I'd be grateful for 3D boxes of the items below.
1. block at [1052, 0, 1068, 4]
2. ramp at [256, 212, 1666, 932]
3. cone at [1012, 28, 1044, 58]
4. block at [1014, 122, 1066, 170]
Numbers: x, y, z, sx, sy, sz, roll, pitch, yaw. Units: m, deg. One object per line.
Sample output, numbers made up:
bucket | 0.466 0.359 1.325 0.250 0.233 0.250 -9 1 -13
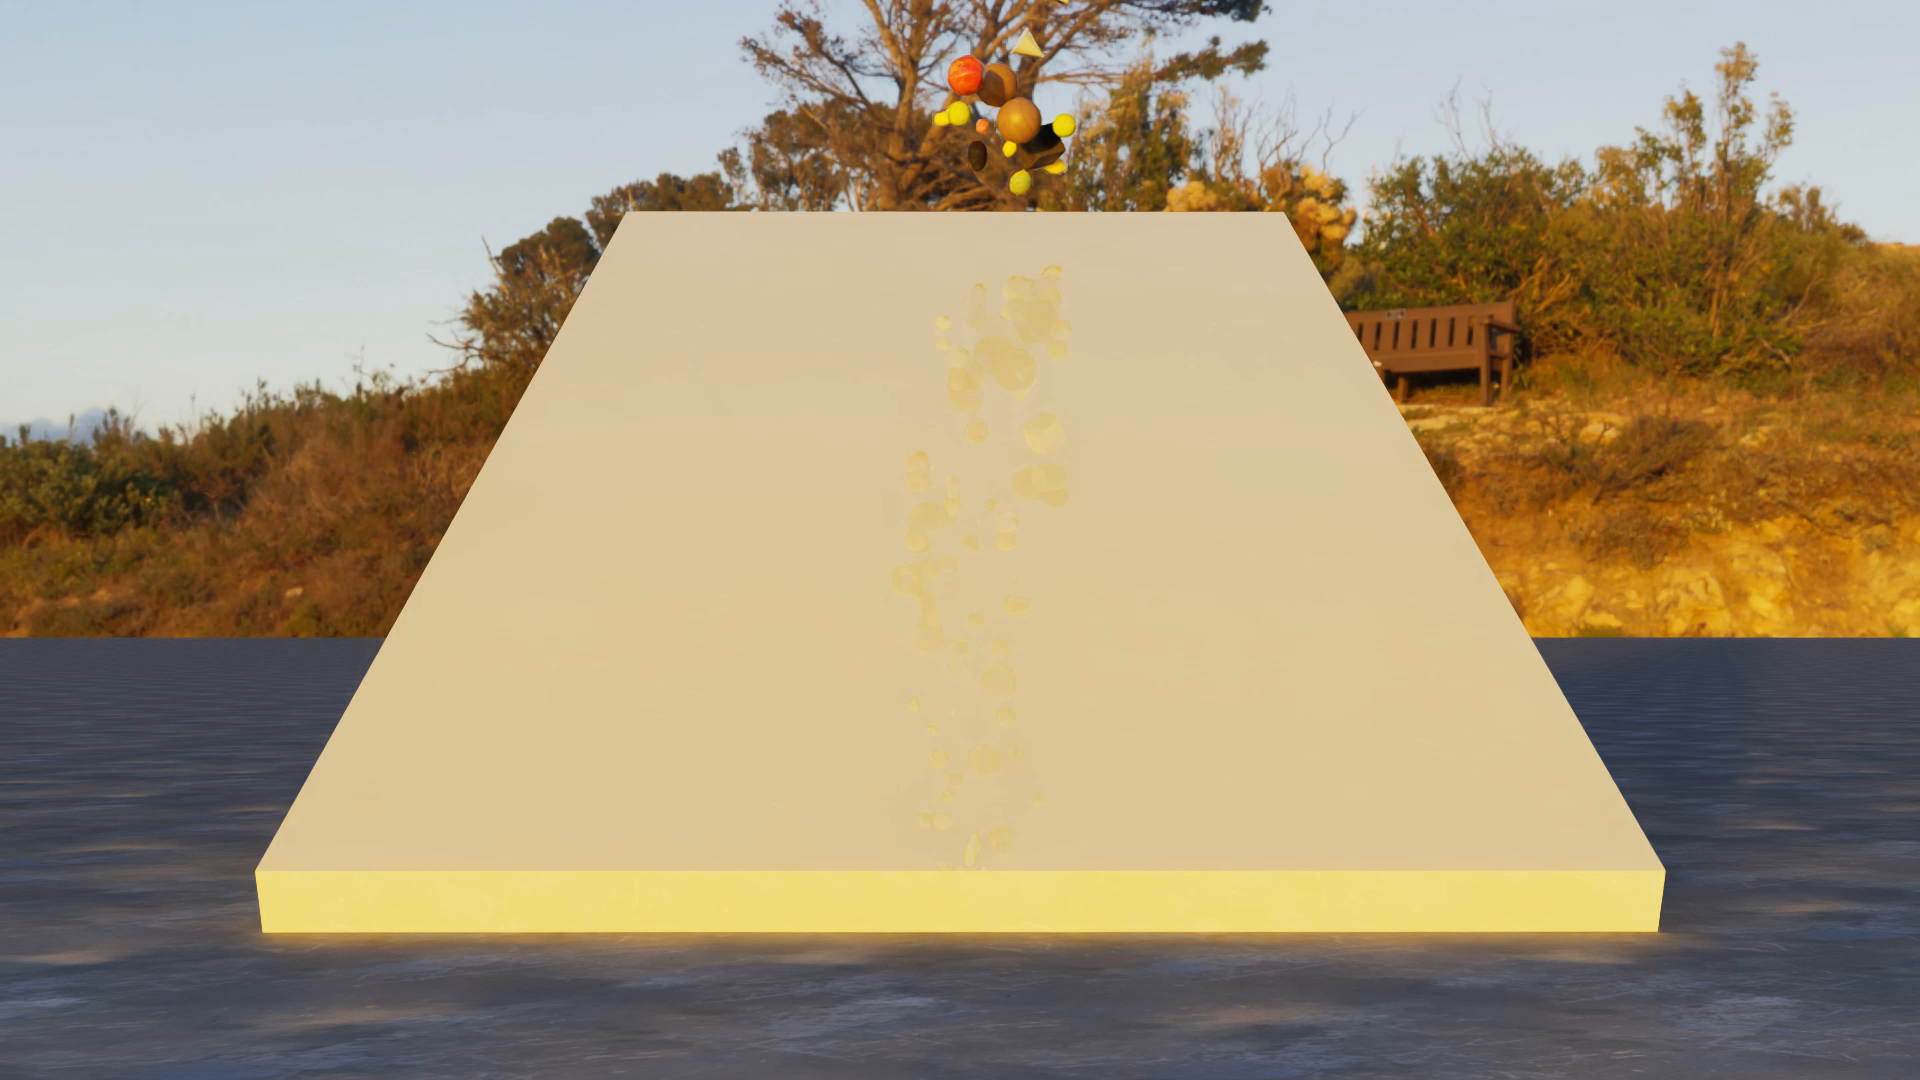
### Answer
block | 0.275 -1.655 6.786 0.092 0.092 0.092 17 6 -40
ramp | -0.006 -0.218 5.125 2.000 0.100 4.000 0 22 0
cone | 0.214 -1.459 6.803 0.090 0.090 0.090 31 -10 -13
block | 0.236 -1.156 6.725 0.093 0.093 0.093 -19 -8 -29
